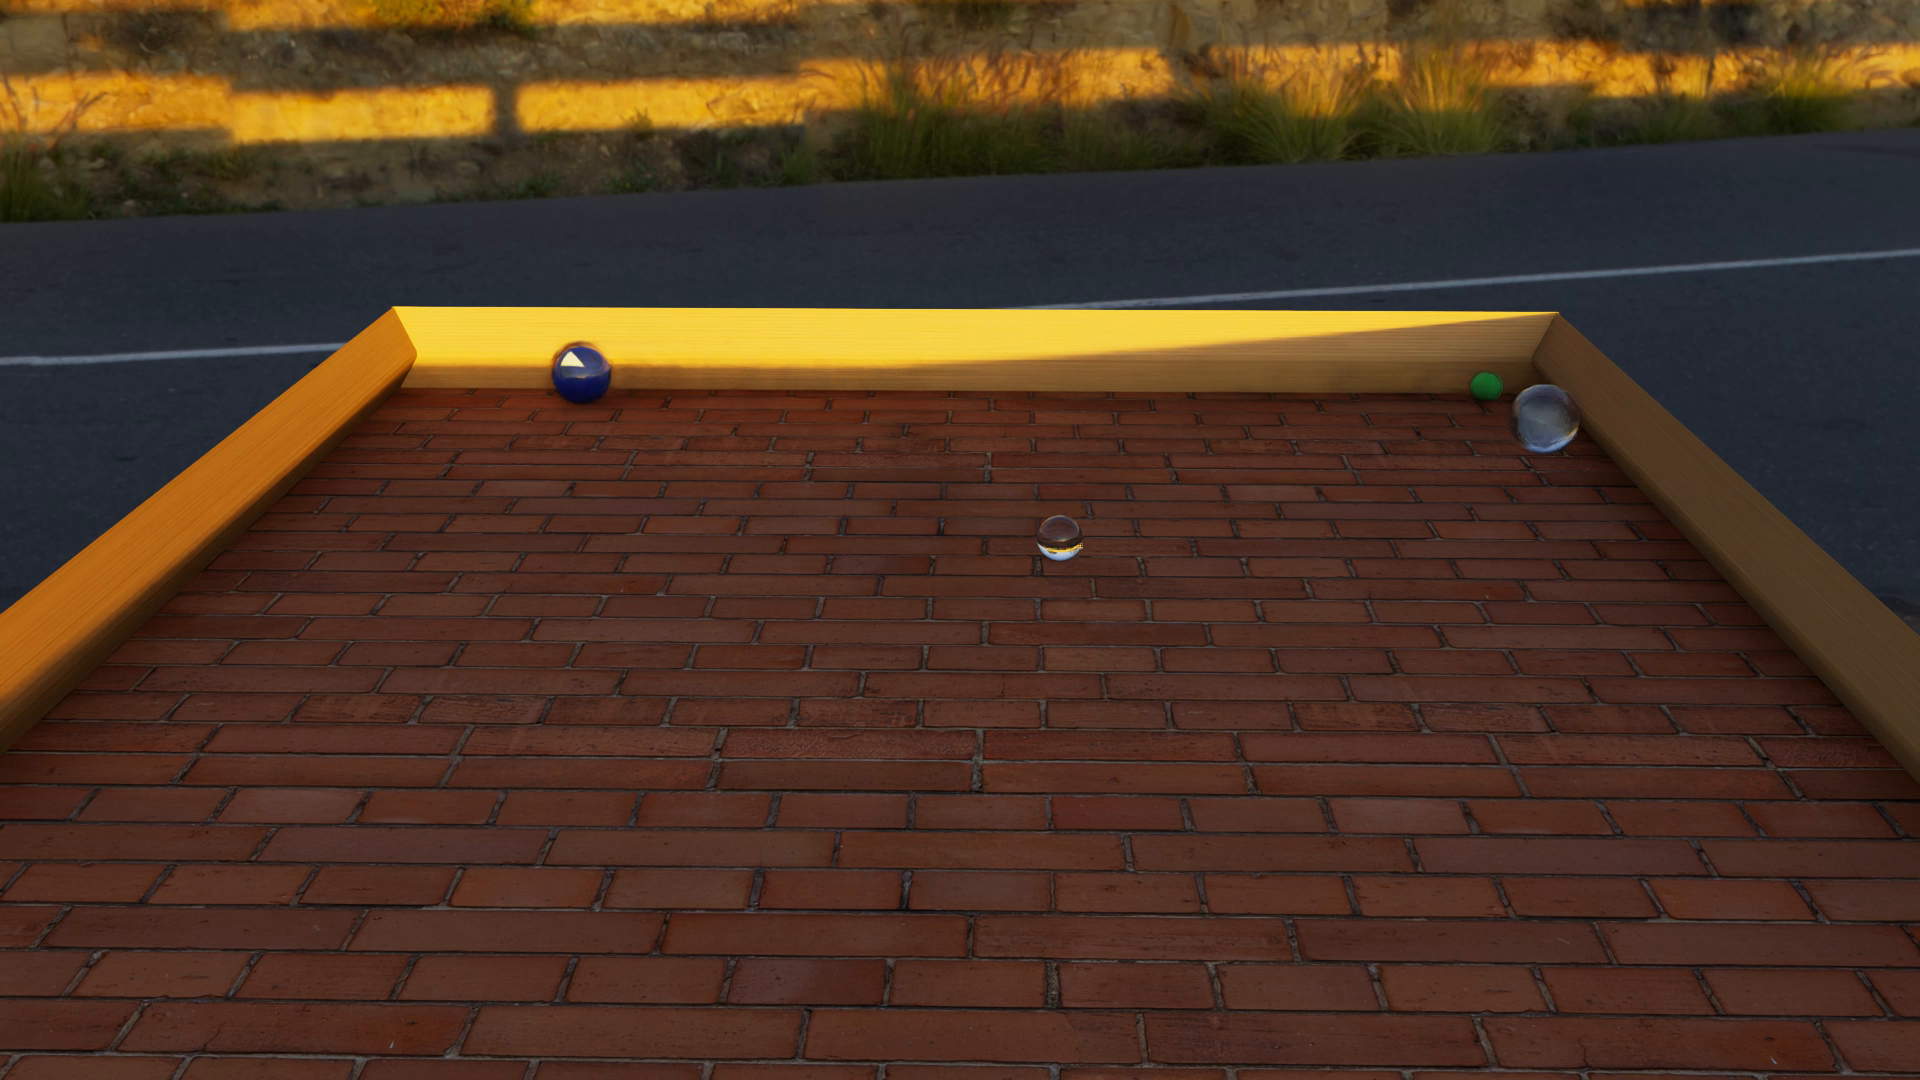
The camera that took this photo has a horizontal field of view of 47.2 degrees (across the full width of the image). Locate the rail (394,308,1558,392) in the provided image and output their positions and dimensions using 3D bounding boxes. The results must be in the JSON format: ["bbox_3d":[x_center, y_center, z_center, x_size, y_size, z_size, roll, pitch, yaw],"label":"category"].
[{"bbox_3d":[0.018,-0.290,3.413,1.811,0.128,0.045,0,18,1],"label":"rail"}]

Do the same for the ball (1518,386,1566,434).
[{"bbox_3d":[0.849,-0.191,3.206,0.070,0.070,0.070,0,18,0],"label":"ball"}]

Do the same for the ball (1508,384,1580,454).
[{"bbox_3d":[0.823,-0.171,3.101,0.098,0.098,0.098,0,18,0],"label":"ball"}]

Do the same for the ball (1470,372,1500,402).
[{"bbox_3d":[0.808,-0.235,3.383,0.045,0.045,0.045,0,18,0],"label":"ball"}]

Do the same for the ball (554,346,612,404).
[{"bbox_3d":[-0.579,-0.254,3.372,0.089,0.089,0.089,0,18,0],"label":"ball"}]

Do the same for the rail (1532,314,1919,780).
[{"bbox_3d":[0.863,0.241,1.784,0.045,0.128,3.436,0,18,1],"label":"rail"}]

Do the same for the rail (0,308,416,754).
[{"bbox_3d":[-0.900,0.229,1.821,0.045,0.128,3.436,0,18,1],"label":"rail"}]

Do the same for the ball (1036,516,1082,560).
[{"bbox_3d":[0.120,-0.002,2.651,0.055,0.055,0.055,0,18,0],"label":"ball"}]
